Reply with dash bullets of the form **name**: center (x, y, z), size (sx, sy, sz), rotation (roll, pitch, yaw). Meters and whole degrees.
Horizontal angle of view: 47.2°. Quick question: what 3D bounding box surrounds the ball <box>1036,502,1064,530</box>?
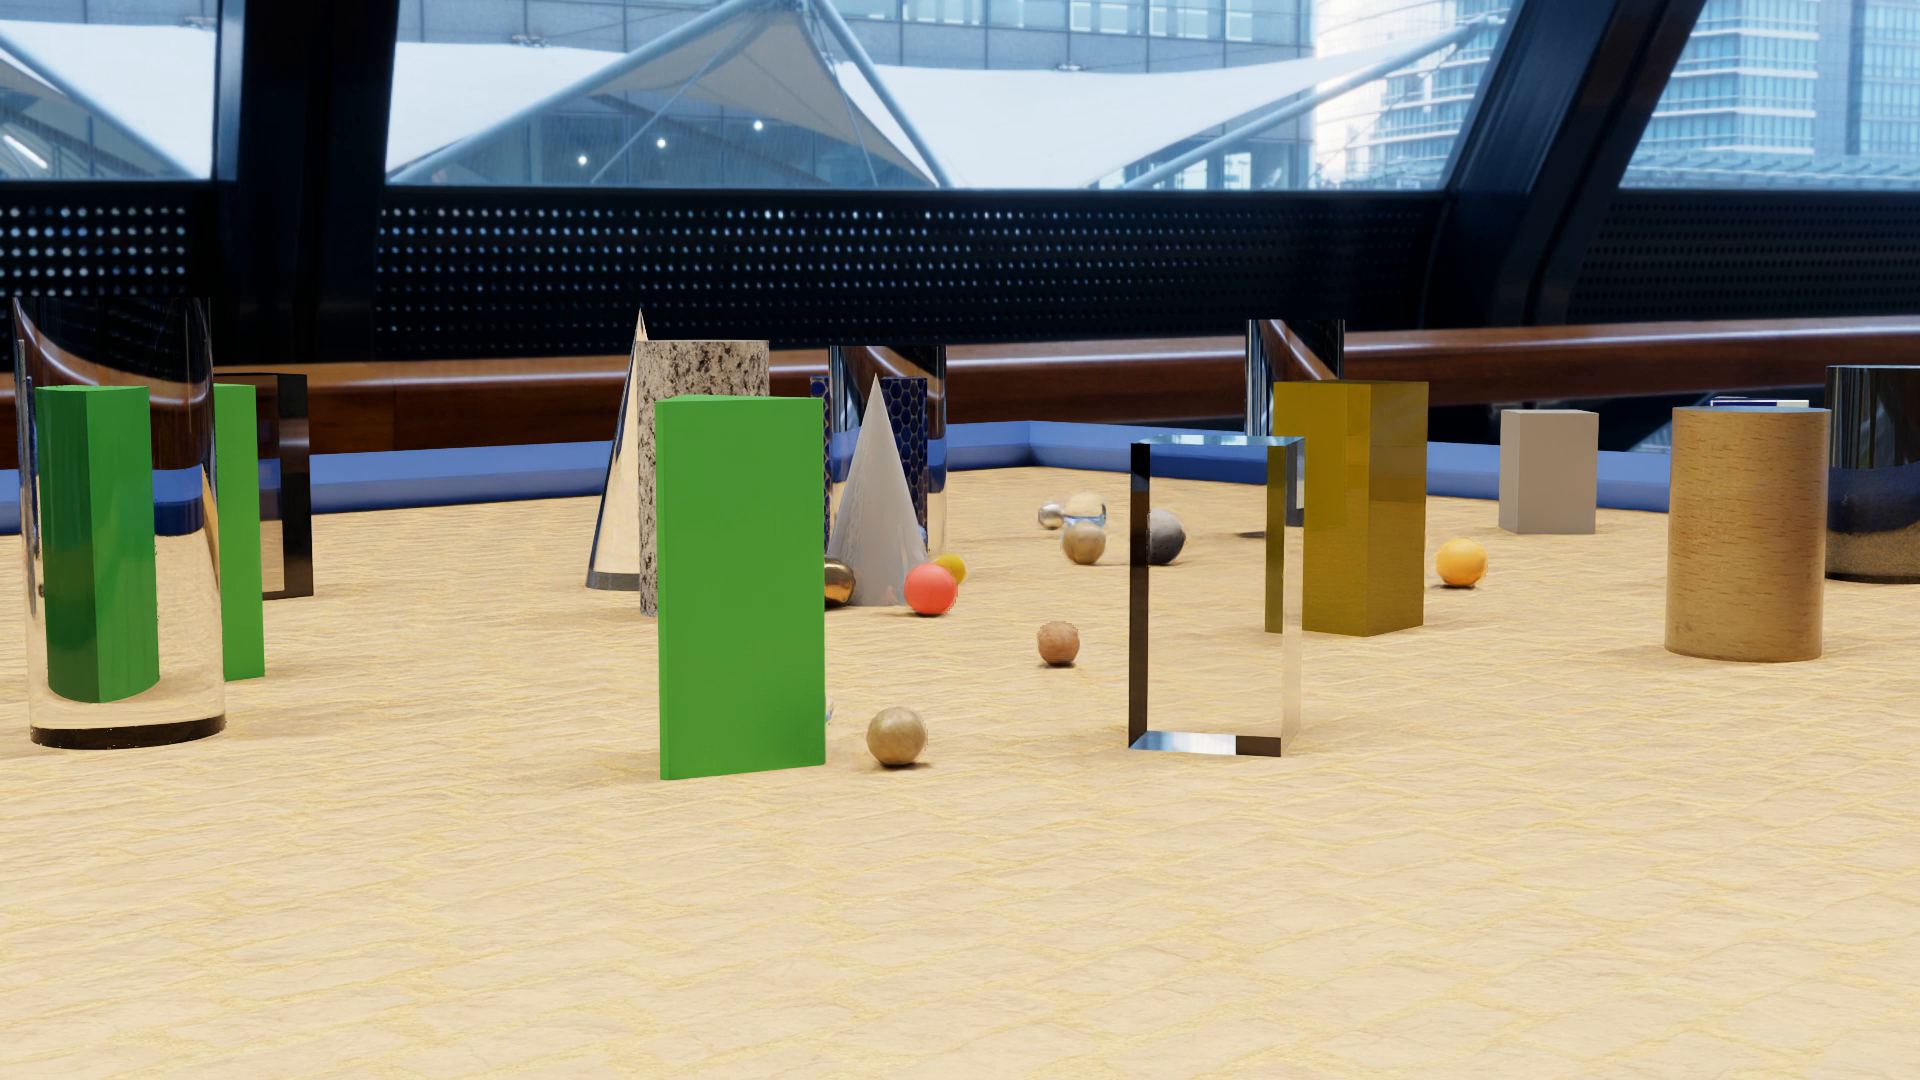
- **ball**: center (0.184, -0.049, 4.441), size (0.058, 0.058, 0.058), rotation (0, 6, 0)

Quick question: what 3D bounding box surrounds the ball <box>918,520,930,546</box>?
- **ball**: center (-0.091, -0.005, 3.967), size (0.070, 0.070, 0.070), rotation (0, 6, 0)

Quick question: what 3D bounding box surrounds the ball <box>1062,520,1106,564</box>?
- **ball**: center (0.217, 0.005, 3.840), size (0.077, 0.077, 0.077), rotation (0, 6, 0)

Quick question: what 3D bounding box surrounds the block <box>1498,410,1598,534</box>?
- **block**: center (1.182, -0.138, 4.424), size (0.155, 0.240, 0.155), rotation (0, 6, 0)

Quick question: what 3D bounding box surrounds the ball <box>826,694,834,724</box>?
- **ball**: center (-0.155, 0.180, 2.349), size (0.040, 0.040, 0.040), rotation (0, 6, 0)

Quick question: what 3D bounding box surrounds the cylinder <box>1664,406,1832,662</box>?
- **cylinder**: center (1.022, -0.012, 2.857), size (0.193, 0.316, 0.193), rotation (0, 6, 0)

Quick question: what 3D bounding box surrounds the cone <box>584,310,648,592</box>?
- **cone**: center (-0.513, -0.151, 3.553), size (0.193, 0.447, 0.193), rotation (0, 6, 0)

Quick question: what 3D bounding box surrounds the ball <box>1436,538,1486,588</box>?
- **ball**: center (0.804, 0.036, 3.530), size (0.080, 0.080, 0.080), rotation (0, 6, 0)

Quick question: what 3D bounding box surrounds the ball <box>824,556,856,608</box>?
- **ball**: center (-0.195, 0.064, 3.282), size (0.077, 0.077, 0.077), rotation (0, 6, 0)

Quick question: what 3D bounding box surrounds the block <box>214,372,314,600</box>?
- **block**: center (-1.116, -0.084, 3.409), size (0.155, 0.344, 0.155), rotation (-6, 8, -44)

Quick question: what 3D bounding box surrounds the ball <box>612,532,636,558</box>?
- **ball**: center (-0.602, 0.010, 3.940), size (0.046, 0.046, 0.046), rotation (0, 6, 0)

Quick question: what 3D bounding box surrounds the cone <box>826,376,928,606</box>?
- **cone**: center (-0.129, -0.083, 3.380), size (0.193, 0.348, 0.193), rotation (0, 6, 0)

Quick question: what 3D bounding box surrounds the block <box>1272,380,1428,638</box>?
- **block**: center (0.545, -0.050, 3.082), size (0.155, 0.344, 0.155), rotation (5, 8, 41)

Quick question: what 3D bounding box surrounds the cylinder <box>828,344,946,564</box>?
- **cylinder**: center (-0.118, -0.126, 3.609), size (0.193, 0.386, 0.193), rotation (0, 6, 0)

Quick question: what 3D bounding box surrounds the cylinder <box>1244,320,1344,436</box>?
- **cylinder**: center (0.662, -0.225, 4.366), size (0.193, 0.424, 0.193), rotation (0, 6, 0)

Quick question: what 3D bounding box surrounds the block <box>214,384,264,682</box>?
- **block**: center (-0.954, -0.009, 2.651), size (0.155, 0.353, 0.155), rotation (6, 8, 43)

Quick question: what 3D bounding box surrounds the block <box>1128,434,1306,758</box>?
- **block**: center (0.266, 0.052, 2.271), size (0.155, 0.311, 0.155), rotation (2, 6, 16)

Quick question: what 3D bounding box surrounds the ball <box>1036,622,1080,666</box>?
- **ball**: center (0.123, 0.130, 2.756), size (0.054, 0.054, 0.054), rotation (0, 6, 0)

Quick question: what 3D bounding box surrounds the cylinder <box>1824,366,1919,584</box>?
- **cylinder**: center (1.531, -0.112, 3.644), size (0.193, 0.350, 0.193), rotation (0, 6, 0)

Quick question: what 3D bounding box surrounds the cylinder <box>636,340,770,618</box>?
- **cylinder**: center (-0.376, -0.093, 3.235), size (0.193, 0.398, 0.193), rotation (0, 6, 0)

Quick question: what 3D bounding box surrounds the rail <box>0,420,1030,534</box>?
- **rail**: center (-1.374, -0.123, 4.813), size (4.325, 0.126, 0.045), rotation (-6, 8, -42)

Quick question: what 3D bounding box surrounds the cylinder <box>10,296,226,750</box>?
- **cylinder**: center (-0.878, -0.024, 2.300), size (0.193, 0.457, 0.193), rotation (0, 6, 0)

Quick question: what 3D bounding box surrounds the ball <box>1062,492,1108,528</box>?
- **ball**: center (0.246, -0.051, 4.321), size (0.088, 0.088, 0.088), rotation (0, 6, 0)

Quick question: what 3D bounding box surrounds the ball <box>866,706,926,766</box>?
- **ball**: center (-0.063, 0.192, 2.149), size (0.058, 0.058, 0.058), rotation (0, 6, 0)

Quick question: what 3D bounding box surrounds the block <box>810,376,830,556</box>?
- **block**: center (-0.197, -0.141, 4.058), size (0.155, 0.321, 0.155), rotation (0, 6, -5)

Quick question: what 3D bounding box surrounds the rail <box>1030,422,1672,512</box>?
- **rail**: center (1.572, -0.119, 4.774), size (0.045, 0.126, 4.098), rotation (-6, 8, -42)

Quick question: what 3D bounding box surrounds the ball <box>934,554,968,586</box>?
- **ball**: center (-0.016, 0.049, 3.522), size (0.055, 0.055, 0.055), rotation (0, 6, 0)

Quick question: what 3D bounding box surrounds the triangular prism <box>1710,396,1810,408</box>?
- **triangular prism**: center (1.283, -0.085, 3.633), size (0.168, 0.299, 0.145), rotation (-1, 6, -5)

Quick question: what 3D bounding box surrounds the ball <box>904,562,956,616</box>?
- **ball**: center (-0.045, 0.071, 3.208), size (0.077, 0.077, 0.077), rotation (0, 6, 0)

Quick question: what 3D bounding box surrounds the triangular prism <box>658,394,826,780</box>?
- **triangular prism**: center (-0.239, 0.039, 2.168), size (0.168, 0.359, 0.145), rotation (-3, 7, -27)

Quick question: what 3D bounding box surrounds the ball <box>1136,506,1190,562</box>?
- **ball**: center (0.359, -0.011, 3.895), size (0.097, 0.097, 0.097), rotation (0, 6, 0)

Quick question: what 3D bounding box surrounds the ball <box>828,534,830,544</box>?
- **ball**: center (-0.206, 0.000, 3.963), size (0.062, 0.062, 0.062), rotation (0, 6, 0)
